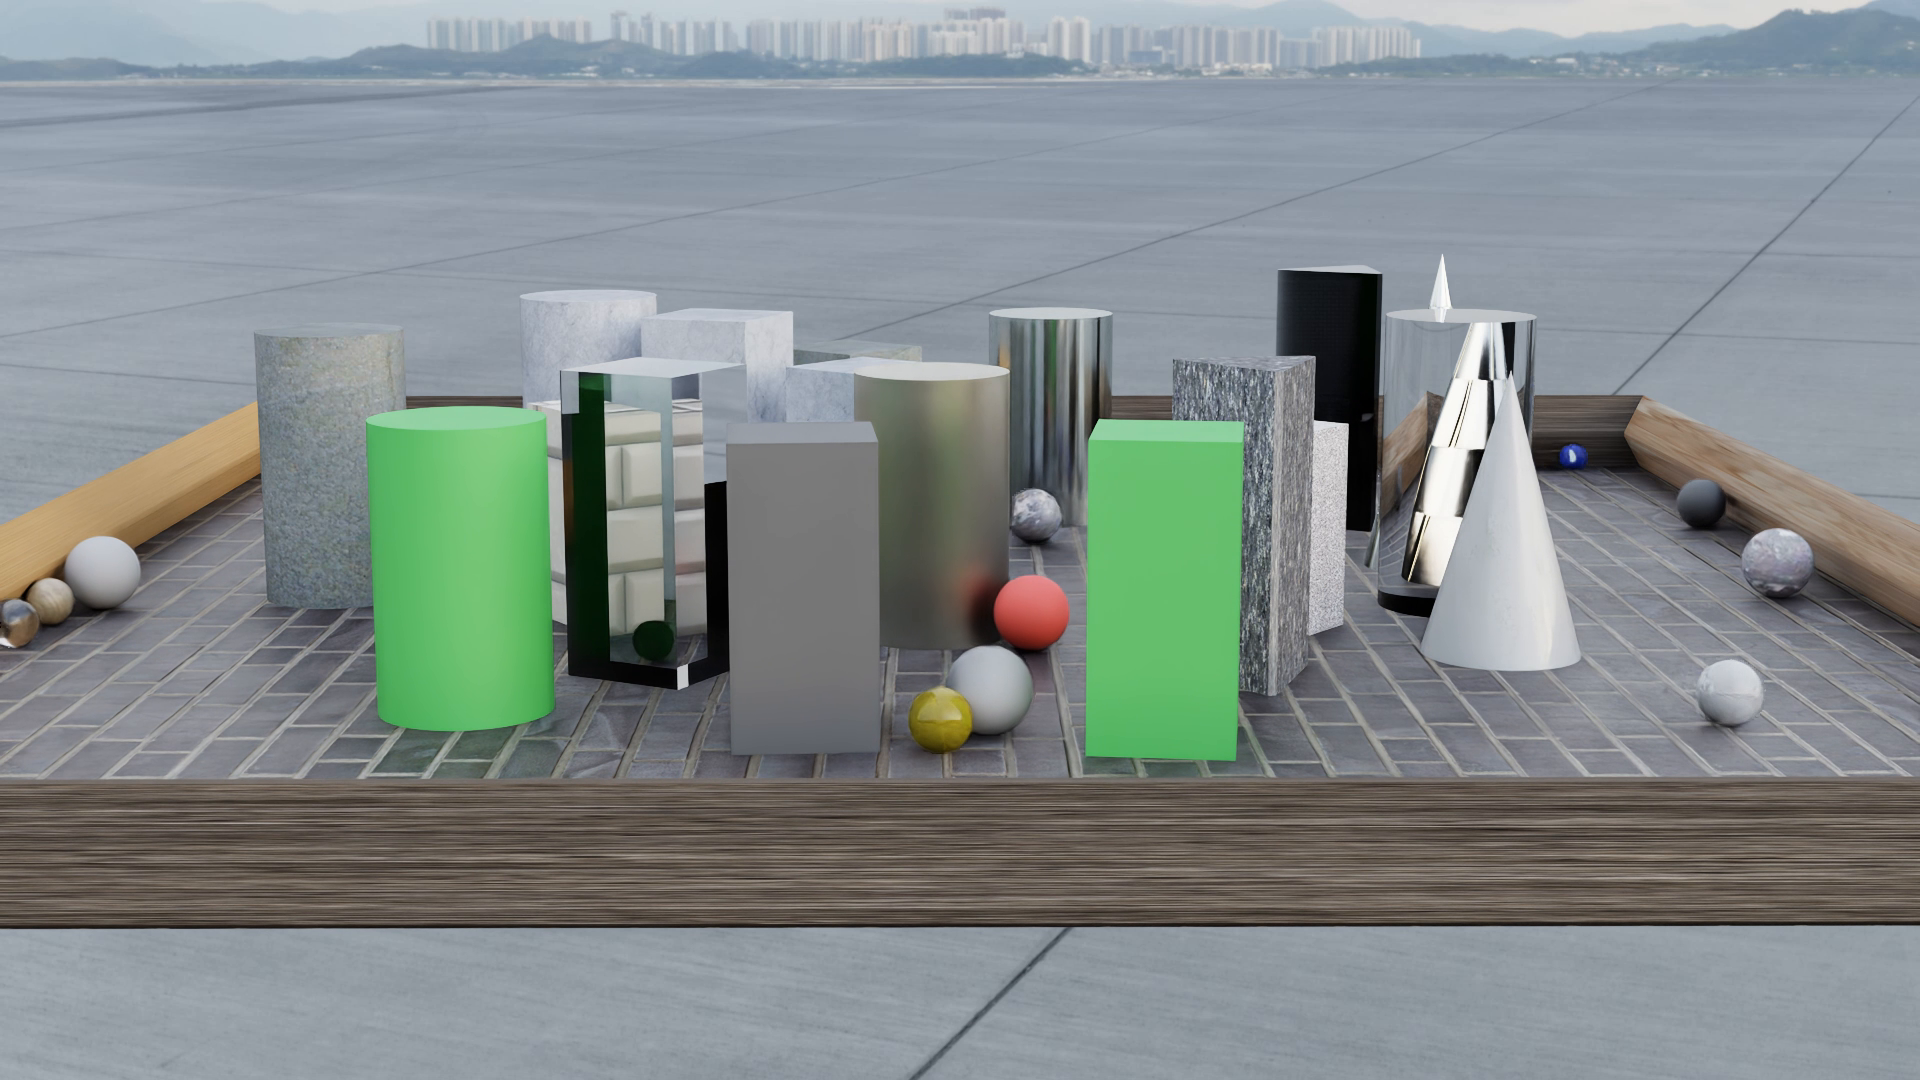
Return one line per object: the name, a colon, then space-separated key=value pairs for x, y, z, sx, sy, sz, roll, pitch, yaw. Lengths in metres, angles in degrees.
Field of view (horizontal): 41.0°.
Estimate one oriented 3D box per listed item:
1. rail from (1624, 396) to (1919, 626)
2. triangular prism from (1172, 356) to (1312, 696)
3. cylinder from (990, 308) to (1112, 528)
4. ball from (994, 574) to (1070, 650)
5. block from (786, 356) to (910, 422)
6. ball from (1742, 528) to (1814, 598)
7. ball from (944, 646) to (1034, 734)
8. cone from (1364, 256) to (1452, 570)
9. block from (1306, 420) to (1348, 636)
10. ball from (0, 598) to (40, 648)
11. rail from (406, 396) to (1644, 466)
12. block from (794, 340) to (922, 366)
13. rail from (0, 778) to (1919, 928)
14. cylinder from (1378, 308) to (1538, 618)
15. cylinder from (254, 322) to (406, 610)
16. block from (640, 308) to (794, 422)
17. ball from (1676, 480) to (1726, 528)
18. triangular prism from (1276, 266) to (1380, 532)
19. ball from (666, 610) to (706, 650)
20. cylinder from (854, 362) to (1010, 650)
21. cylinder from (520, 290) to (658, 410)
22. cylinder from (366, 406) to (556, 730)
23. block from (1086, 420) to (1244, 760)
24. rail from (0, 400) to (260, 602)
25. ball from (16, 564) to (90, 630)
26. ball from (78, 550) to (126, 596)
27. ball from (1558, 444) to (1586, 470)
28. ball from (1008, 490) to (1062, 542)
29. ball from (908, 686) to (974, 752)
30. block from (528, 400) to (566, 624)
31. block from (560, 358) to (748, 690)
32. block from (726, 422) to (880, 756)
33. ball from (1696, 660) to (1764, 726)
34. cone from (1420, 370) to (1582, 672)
rail: x=1.240 y=0.032 z=3.456 sx=0.045 sy=0.130 sz=2.570 roll=0 pitch=10 yaw=0
triangular prism: x=0.368 y=-0.026 z=3.083 sx=0.150 sy=0.381 sz=0.173 roll=-9 pitch=14 yaw=-39
cylinder: x=0.147 y=-0.202 z=4.170 sx=0.200 sy=0.333 sz=0.200 roll=0 pitch=10 yaw=0
ball: x=0.090 y=0.092 z=3.233 sx=0.096 sy=0.096 sz=0.096 roll=0 pitch=10 yaw=0
block: x=-0.125 y=-0.079 z=3.531 sx=0.160 sy=0.323 sz=0.160 roll=8 pitch=13 yaw=38
ball: x=1.133 y=0.031 z=3.557 sx=0.096 sy=0.096 sz=0.096 roll=0 pitch=10 yaw=0
ball: x=0.032 y=0.165 z=2.830 sx=0.098 sy=0.098 sz=0.098 roll=0 pitch=10 yaw=0
cone: x=0.698 y=-0.189 z=3.751 sx=0.200 sy=0.459 sz=0.200 roll=0 pitch=10 yaw=0
block: x=0.393 y=-0.018 z=3.352 sx=0.160 sy=0.267 sz=0.160 roll=8 pitch=13 yaw=38
ball: x=-1.200 y=0.105 z=3.253 sx=0.062 sy=0.062 sz=0.062 roll=0 pitch=10 yaw=0
rail: x=-0.007 y=-0.196 z=4.689 sx=2.527 sy=0.130 sz=0.045 roll=0 pitch=10 yaw=0
block: x=-0.171 y=-0.148 z=3.962 sx=0.160 sy=0.302 sz=0.160 roll=9 pitch=14 yaw=40
rail: x=0.007 y=0.263 z=2.208 sx=2.527 sy=0.130 sz=0.045 roll=0 pitch=10 yaw=0
cylinder: x=0.673 y=-0.107 z=3.481 sx=0.200 sy=0.396 sz=0.200 roll=0 pitch=10 yaw=0
cylinder: x=-0.864 y=-0.106 z=3.549 sx=0.200 sy=0.370 sz=0.200 roll=0 pitch=10 yaw=0
block: x=-0.341 y=-0.130 z=3.649 sx=0.160 sy=0.381 sz=0.160 roll=4 pitch=11 yaw=20
ball: x=1.184 y=-0.058 z=4.096 sx=0.076 sy=0.076 sz=0.076 roll=0 pitch=10 yaw=0
triangular prism: x=0.615 y=-0.233 z=4.131 sx=0.173 sy=0.408 sz=0.150 roll=6 pitch=12 yaw=29
ball: x=-0.347 y=0.113 z=3.243 sx=0.051 sy=0.051 sz=0.051 roll=0 pitch=10 yaw=0
cylinder: x=-0.036 y=-0.047 z=3.307 sx=0.200 sy=0.342 sz=0.200 roll=0 pitch=10 yaw=0
cylinder: x=-0.544 y=-0.164 z=3.793 sx=0.200 sy=0.395 sz=0.200 roll=0 pitch=10 yaw=0
cylinder: x=-0.565 y=0.028 z=2.913 sx=0.200 sy=0.337 sz=0.200 roll=0 pitch=10 yaw=0
block: x=0.223 y=0.050 z=2.780 sx=0.160 sy=0.341 sz=0.160 roll=1 pitch=11 yaw=7
rail: x=-1.240 y=0.035 z=3.442 sx=0.045 sy=0.130 sz=2.570 roll=0 pitch=10 yaw=0
ball: x=-1.200 y=0.081 z=3.383 sx=0.099 sy=0.099 sz=0.099 roll=0 pitch=10 yaw=0
ball: x=-1.163 y=0.044 z=3.479 sx=0.062 sy=0.062 sz=0.062 roll=0 pitch=10 yaw=0
ball: x=1.116 y=-0.151 z=4.679 sx=0.047 sy=0.047 sz=0.047 roll=0 pitch=10 yaw=0
ball: x=0.115 y=-0.037 z=3.963 sx=0.083 sy=0.083 sz=0.083 roll=0 pitch=10 yaw=0
ball: x=-0.021 y=0.192 z=2.756 sx=0.071 sy=0.071 sz=0.071 roll=0 pitch=10 yaw=0
block: x=-0.464 y=-0.039 z=3.420 sx=0.160 sy=0.285 sz=0.160 roll=-7 pitch=13 yaw=-35
block: x=-0.366 y=-0.025 z=3.105 sx=0.160 sy=0.371 sz=0.160 roll=6 pitch=12 yaw=28
block: x=-0.172 y=0.049 z=2.800 sx=0.160 sy=0.337 sz=0.160 roll=-1 pitch=11 yaw=-5
ball: x=0.860 y=0.171 z=2.866 sx=0.073 sy=0.073 sz=0.073 roll=0 pitch=10 yaw=0
cone: x=0.679 y=-0.034 z=3.193 sx=0.200 sy=0.357 sz=0.200 roll=0 pitch=10 yaw=0
